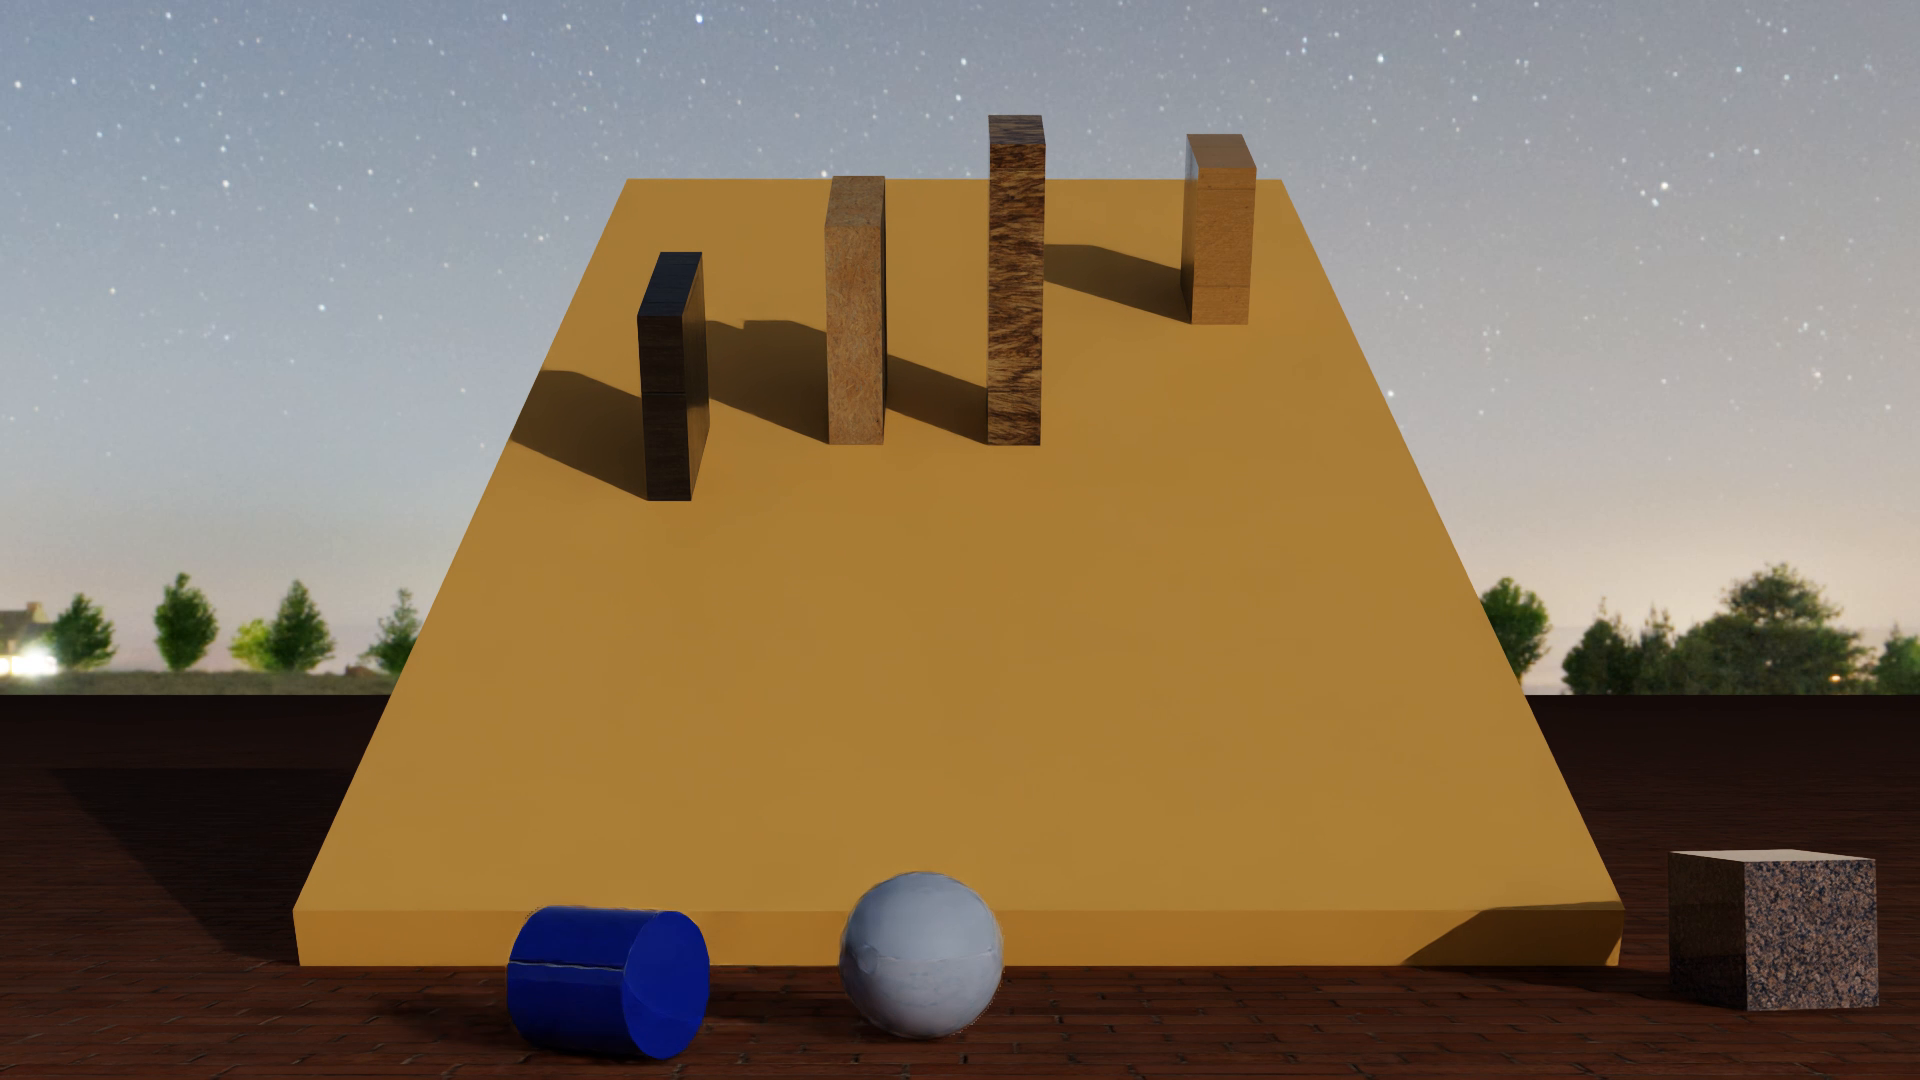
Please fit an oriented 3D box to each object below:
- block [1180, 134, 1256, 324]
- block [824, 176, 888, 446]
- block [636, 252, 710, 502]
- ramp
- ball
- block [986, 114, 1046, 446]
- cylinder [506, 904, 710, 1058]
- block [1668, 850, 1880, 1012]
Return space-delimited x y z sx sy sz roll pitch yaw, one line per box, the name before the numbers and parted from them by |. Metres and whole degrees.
block | 0.658 -0.799 5.982 0.143 0.408 0.324 0 25 0
block | -0.231 -0.522 5.259 0.119 0.501 0.401 0 25 0
block | -0.610 -0.356 5.004 0.091 0.410 0.427 0 25 0
ramp | -0.008 -0.229 5.342 2.000 0.100 4.000 0 25 0
ball | -0.047 0.500 2.815 0.201 0.201 0.201 0 -4 0
block | 0.120 -0.571 5.150 0.117 0.682 0.247 0 25 0
cylinder | -0.404 0.507 2.689 0.166 0.166 0.166 -2 -4 29
block | 1.101 0.526 3.169 0.194 0.194 0.194 1 -4 -13
